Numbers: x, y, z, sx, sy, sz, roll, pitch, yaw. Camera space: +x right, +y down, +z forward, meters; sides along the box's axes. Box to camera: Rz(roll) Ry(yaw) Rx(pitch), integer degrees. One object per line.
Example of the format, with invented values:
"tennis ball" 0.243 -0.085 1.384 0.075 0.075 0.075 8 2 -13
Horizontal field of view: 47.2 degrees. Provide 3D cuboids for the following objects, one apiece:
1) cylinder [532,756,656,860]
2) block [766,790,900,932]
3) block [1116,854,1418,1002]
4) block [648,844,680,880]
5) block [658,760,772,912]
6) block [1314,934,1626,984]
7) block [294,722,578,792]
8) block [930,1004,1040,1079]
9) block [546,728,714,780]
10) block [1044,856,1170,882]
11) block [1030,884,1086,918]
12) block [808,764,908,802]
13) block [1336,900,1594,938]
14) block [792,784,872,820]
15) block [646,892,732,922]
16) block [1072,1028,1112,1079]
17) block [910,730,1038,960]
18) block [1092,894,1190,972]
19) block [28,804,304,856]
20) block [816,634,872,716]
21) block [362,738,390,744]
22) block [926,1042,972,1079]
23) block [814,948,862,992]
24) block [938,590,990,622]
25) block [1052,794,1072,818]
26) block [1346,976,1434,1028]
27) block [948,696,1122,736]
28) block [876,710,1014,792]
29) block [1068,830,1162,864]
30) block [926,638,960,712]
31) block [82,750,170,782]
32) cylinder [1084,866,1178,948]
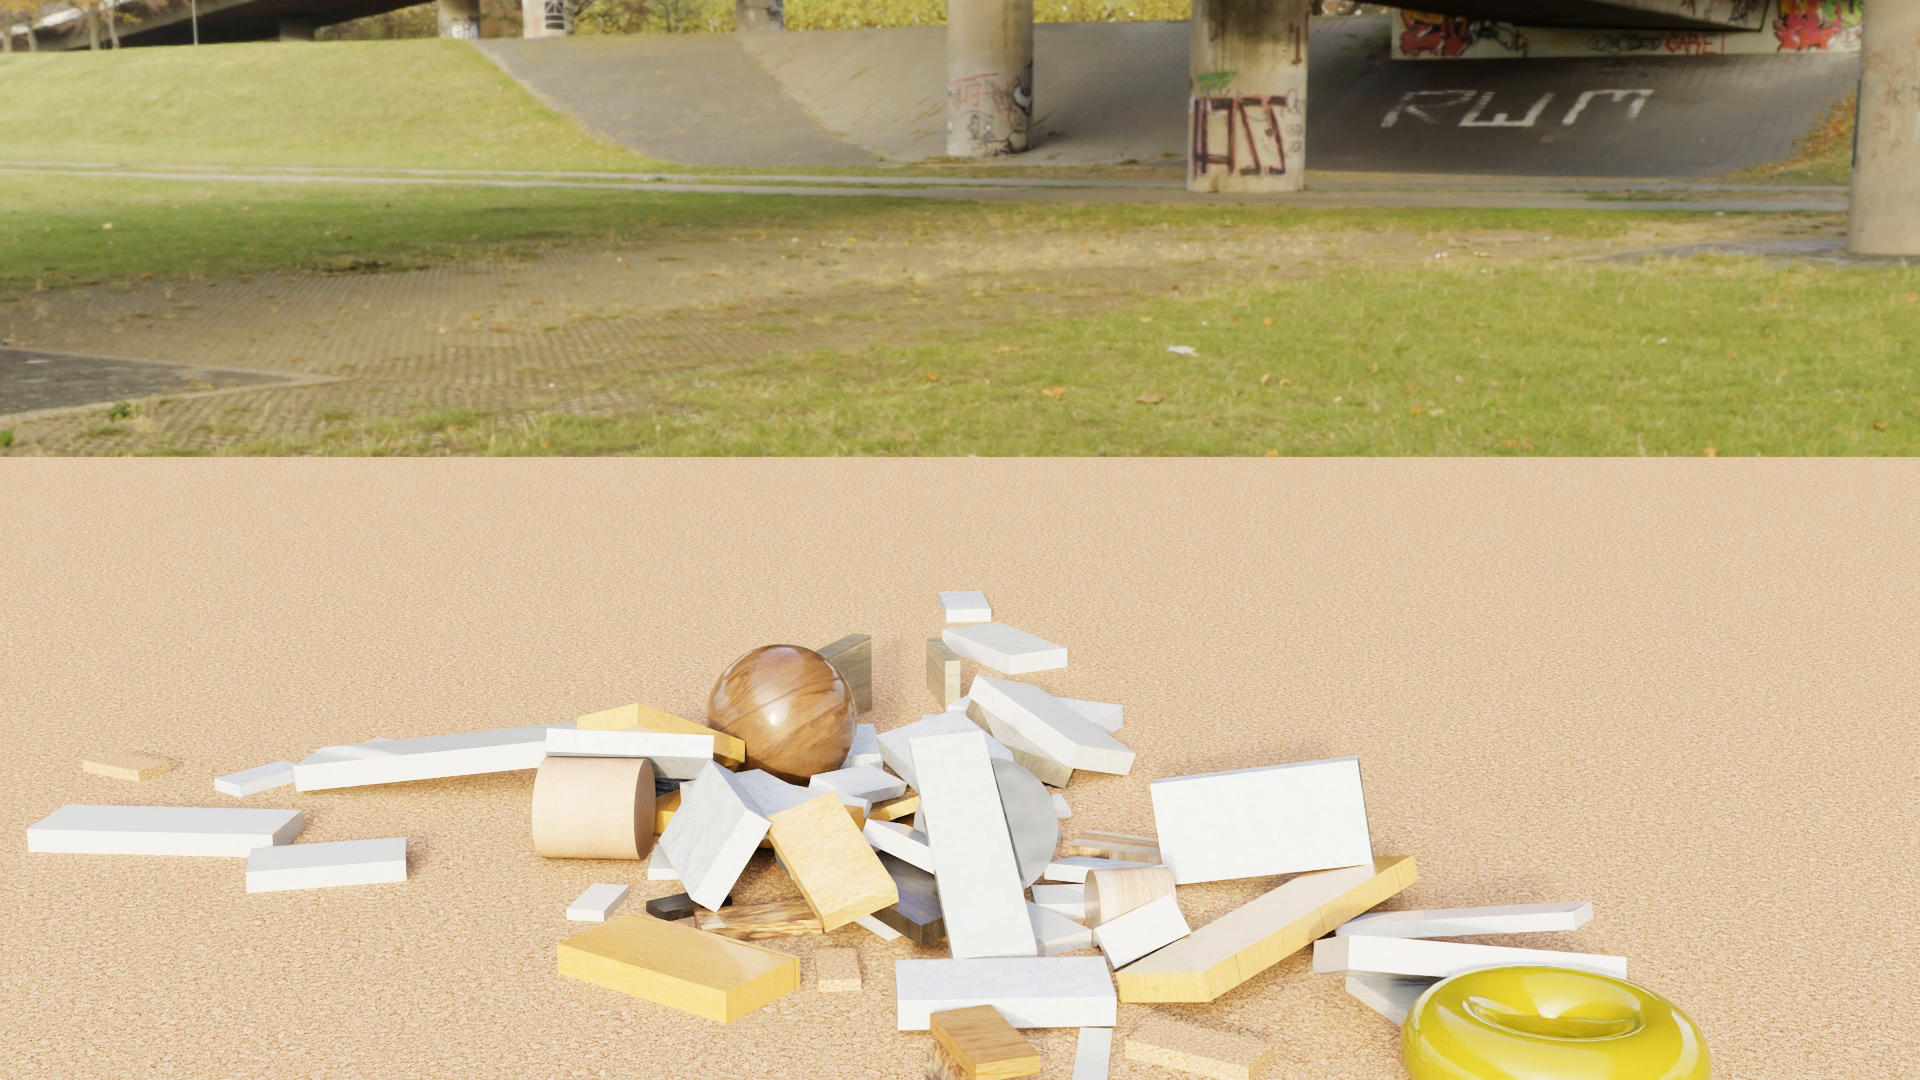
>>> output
"cylinder" -0.637 0.469 3.841 0.176 0.176 0.176 1 11 4
"block" -0.206 0.506 3.486 0.125 0.035 0.249 -21 39 -17
"block" 0.491 0.596 3.414 0.153 0.043 0.652 -10 2 39
"block" -0.500 0.556 3.801 0.065 0.018 0.131 0 11 -2
"block" -0.411 0.486 3.653 0.047 0.167 0.334 32 -2 -19
"block" 0.724 0.608 3.139 0.402 0.047 0.167 6 -14 -7
"block" -0.943 0.412 4.266 0.650 0.049 0.173 -6 6 2
"block" 0.032 0.680 2.975 0.091 0.026 0.182 -4 11 -20
"block" -0.592 0.384 3.933 0.291 0.041 0.145 3 -22 -9
"block" 0.246 0.556 3.681 0.190 0.027 0.095 -1 0 38
"block" 0.210 0.590 3.596 0.182 0.026 0.091 -1 11 -4
"block" -0.190 0.461 4.122 0.093 0.026 0.186 23 14 30
"block" 0.767 0.583 3.363 0.378 0.026 0.091 -10 -3 32
"block" -0.250 0.493 4.020 0.180 0.065 0.018 7 -28 32
"block" -0.442 0.595 3.593 0.125 0.018 0.063 -7 13 -35
"block" 0.166 0.732 2.868 0.045 0.013 0.451 1 11 6
"block" 0.015 0.485 3.486 0.125 0.035 0.532 -6 33 -6
"block" 0.277 0.597 3.350 0.134 0.067 0.019 -22 -18 -18
"block" -1.418 0.520 3.934 0.443 0.041 0.145 1 11 4
"block" -0.280 0.317 4.683 0.047 0.167 0.334 4 11 22
"block" -1.146 0.430 4.468 0.158 0.022 0.079 5 12 24
"block" 0.000 0.716 2.920 0.091 0.026 0.182 0 11 1
"block" -0.185 0.647 3.312 0.063 0.018 0.125 -1 11 -7
"block" 0.011 0.175 5.814 0.115 0.033 0.230 -1 11 -6
"block" 0.174 0.499 4.122 0.050 0.014 0.101 -1 11 -8
"block" 0.650 0.666 3.184 0.095 0.027 0.190 -4 11 -22
"block" 0.161 0.376 4.694 0.334 0.047 0.167 5 12 26
"block" -0.030 0.412 4.207 0.173 0.049 0.346 -17 14 -14
"block" 0.295 0.544 3.845 0.190 0.027 0.095 4 11 22
"block" -0.038 0.300 4.917 0.033 0.115 0.230 -2 11 -11
"block" -1.655 0.449 4.367 0.158 0.022 0.079 6 12 28
"cylinder" 0.266 0.572 3.437 0.120 0.120 0.120 -2 11 -9
